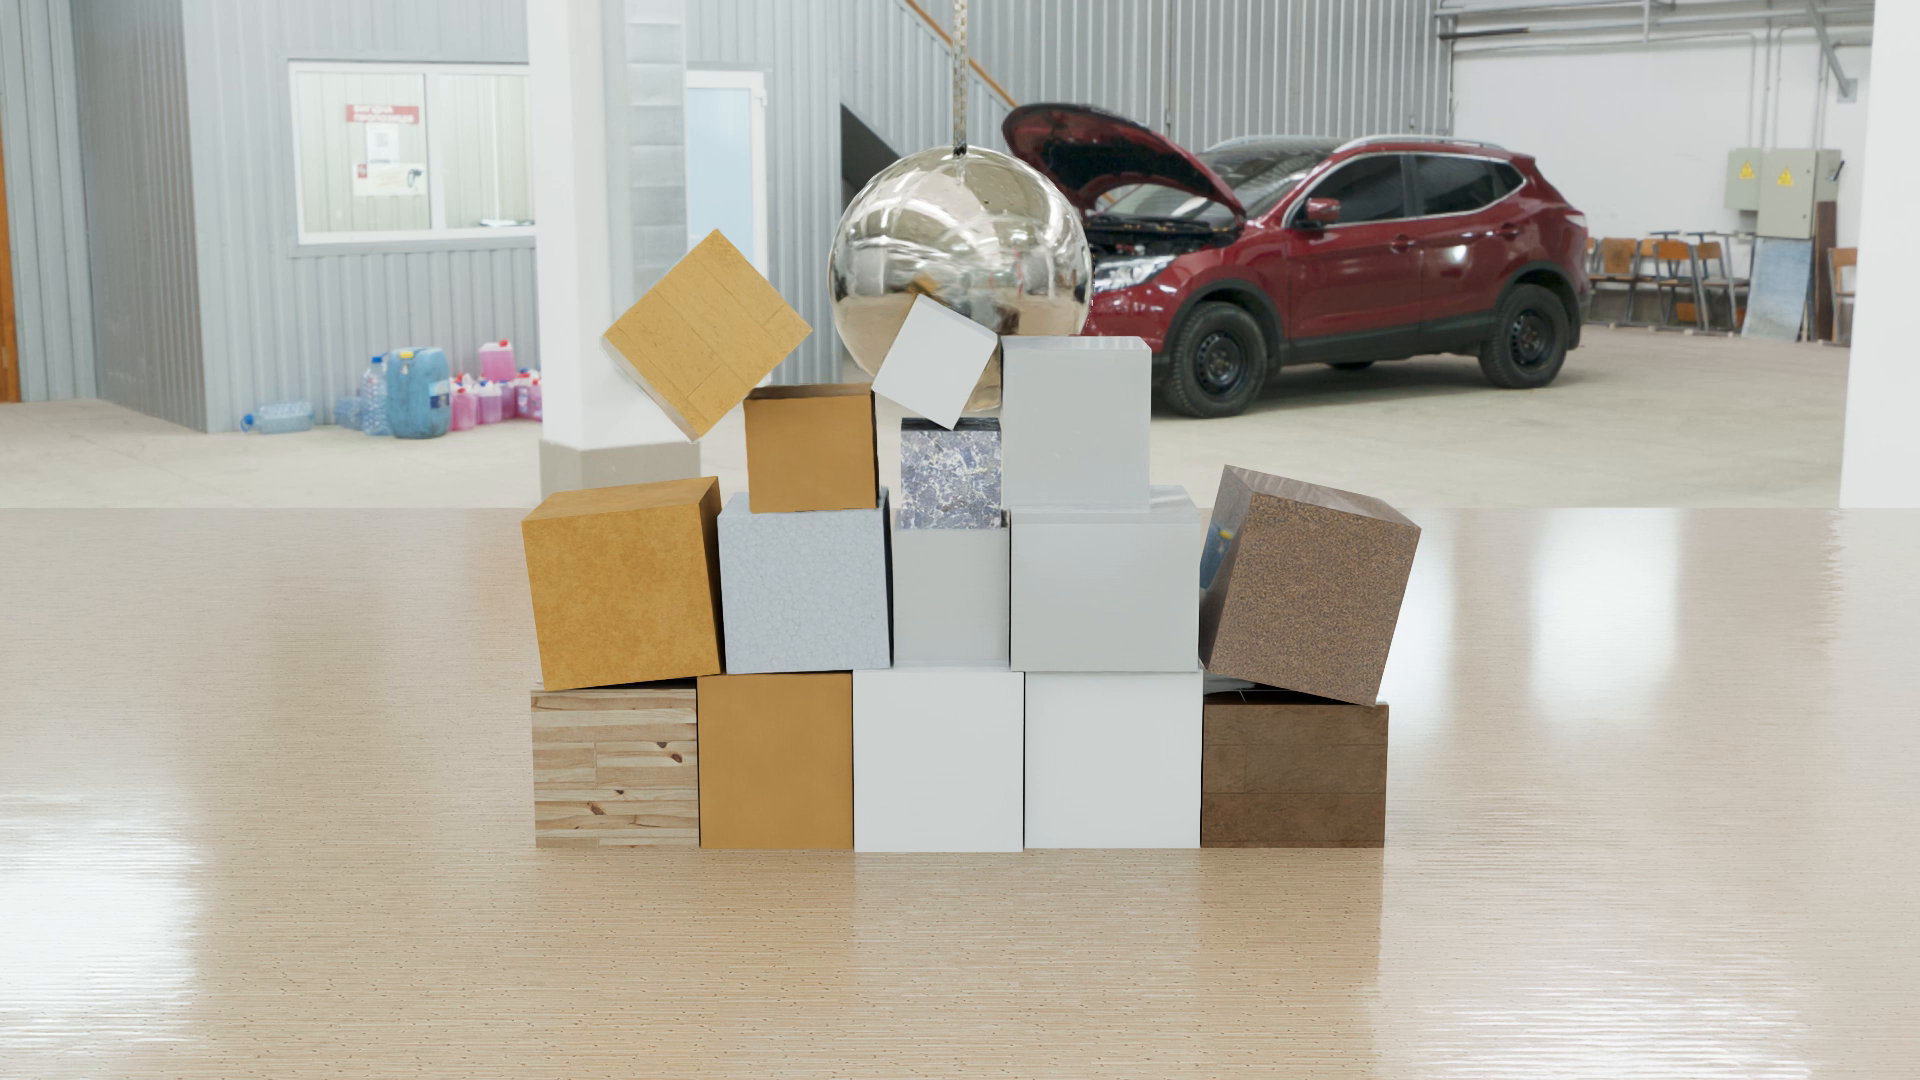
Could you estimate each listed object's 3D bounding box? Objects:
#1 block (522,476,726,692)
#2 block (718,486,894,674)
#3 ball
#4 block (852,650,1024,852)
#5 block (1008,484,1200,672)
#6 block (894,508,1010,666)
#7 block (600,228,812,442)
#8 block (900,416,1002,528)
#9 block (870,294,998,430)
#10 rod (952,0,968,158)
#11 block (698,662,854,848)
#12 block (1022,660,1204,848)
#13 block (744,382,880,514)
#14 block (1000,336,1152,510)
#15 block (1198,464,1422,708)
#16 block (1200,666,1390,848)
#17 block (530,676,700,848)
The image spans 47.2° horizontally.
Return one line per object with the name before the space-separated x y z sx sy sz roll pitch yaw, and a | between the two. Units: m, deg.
block | -1.664 0.205 11.229 0.872 0.858 0.894 -6 10 1
block | -0.763 0.192 11.209 0.809 0.791 0.777 -2 10 1
ball | 0.000 -1.567 13.228 1.600 1.600 1.600 0 10 0
block | -0.107 1.025 11.359 0.841 0.920 0.915 0 10 0
block | 0.710 0.179 11.200 0.919 0.789 0.893 0 10 0
block | -0.043 0.231 11.228 0.573 0.688 0.677 0 10 0
block | -1.268 -0.999 10.892 0.747 0.675 0.745 -45 8 -7
block | -0.048 -0.346 11.120 0.496 0.486 0.562 0 10 -1
block | -0.123 -0.898 11.011 0.450 0.488 0.510 27 10 -4
rod | 0.000 -4.426 11.386 0.080 5.200 0.080 0 33 0
block | -0.919 1.038 11.357 0.764 0.894 0.809 0 10 0
block | 0.763 1.022 11.357 0.879 0.926 0.797 0 10 0
block | -0.736 -0.469 11.054 0.619 0.563 0.604 -2 10 0
block | 0.570 -0.601 11.080 0.719 0.787 0.712 0 10 0
block | 1.719 0.215 11.210 0.853 0.920 0.911 12 10 -4
block | 1.673 1.108 11.400 0.918 0.741 0.844 0 10 0
block | -1.721 1.074 11.373 0.821 0.819 0.793 0 10 0
